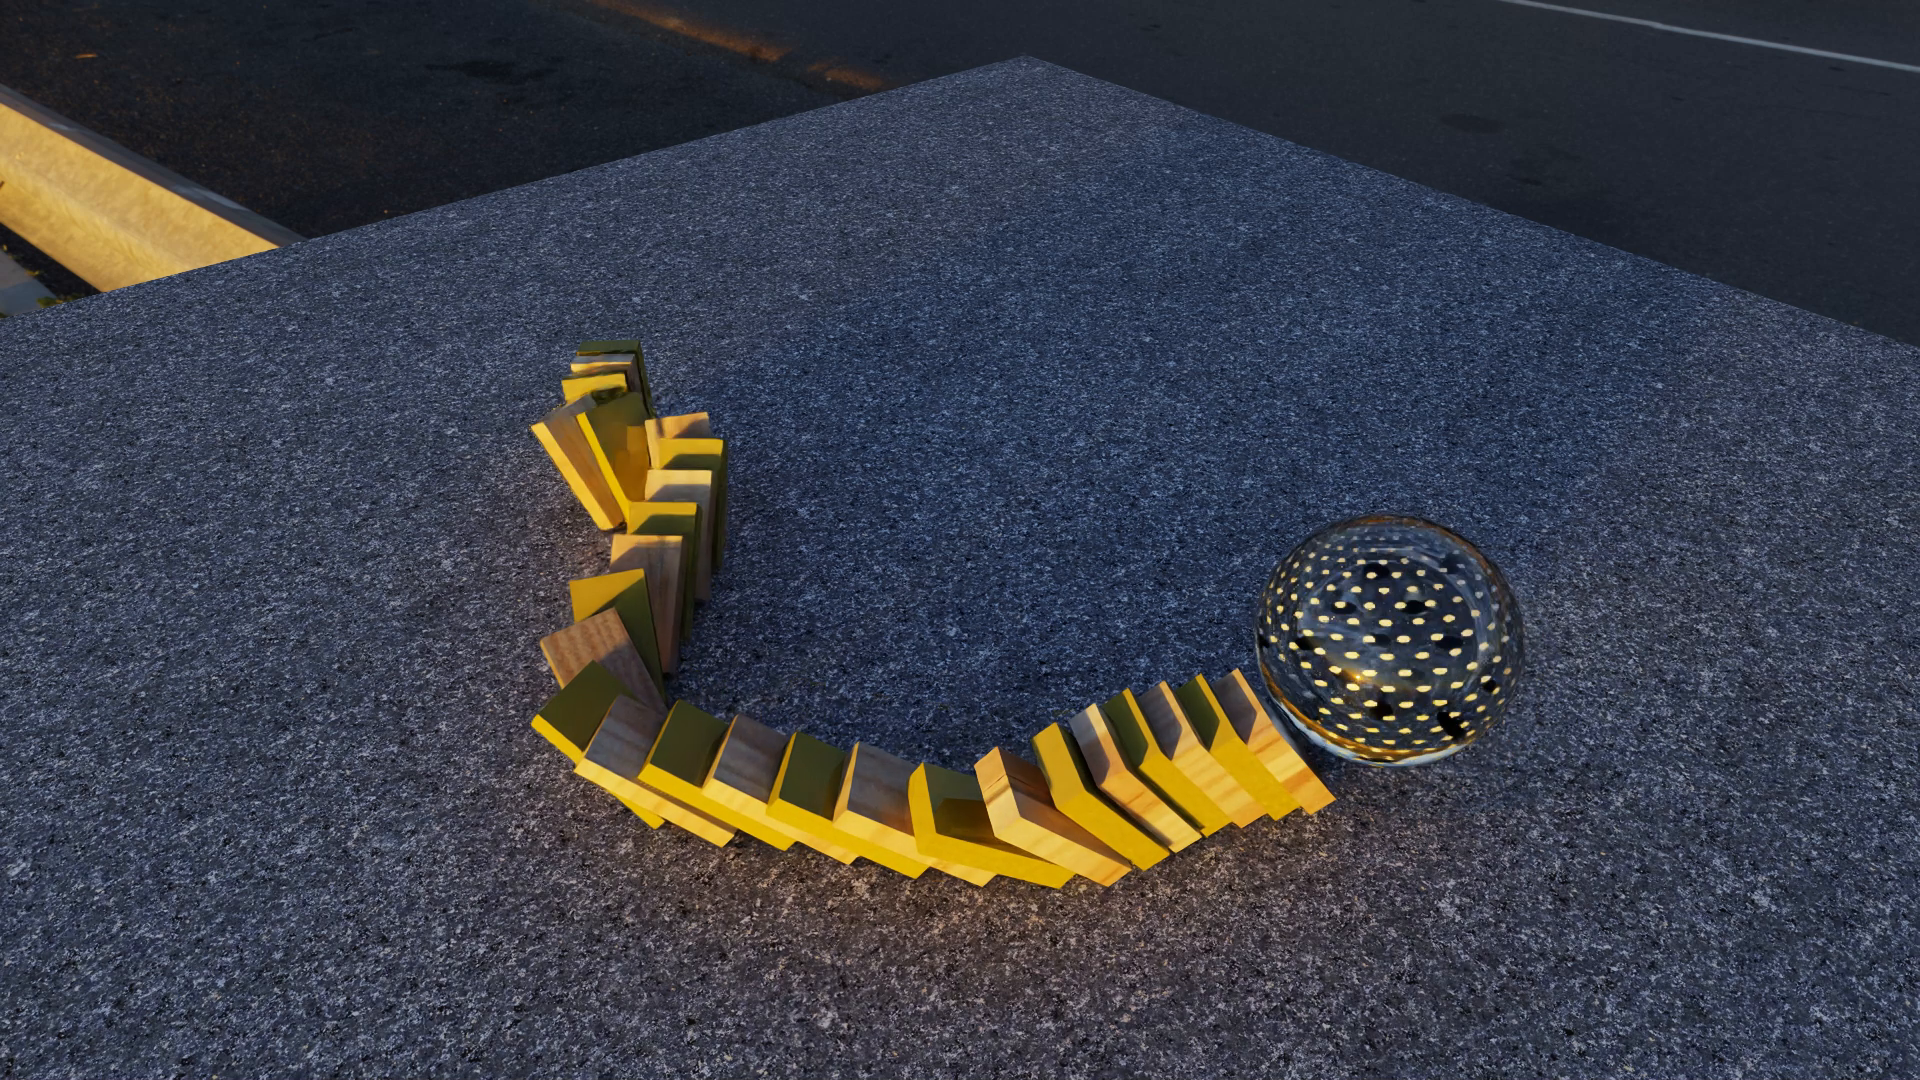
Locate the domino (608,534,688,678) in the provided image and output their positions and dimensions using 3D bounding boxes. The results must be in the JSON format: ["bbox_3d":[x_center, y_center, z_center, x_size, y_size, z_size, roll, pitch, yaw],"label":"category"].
[{"bbox_3d":[-0.113,0.024,0.394,0.025,0.009,0.050,1,72,1],"label":"domino"}]

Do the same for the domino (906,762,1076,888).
[{"bbox_3d":[0.009,0.084,0.321,0.050,0.010,0.025,22,31,-27],"label":"domino"}]

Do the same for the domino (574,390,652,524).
[{"bbox_3d":[-0.135,-0.033,0.453,0.009,0.050,0.025,-5,23,48],"label":"domino"}]

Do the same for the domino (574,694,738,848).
[{"bbox_3d":[-0.088,0.070,0.336,0.050,0.009,0.025,32,41,-14],"label":"domino"}]

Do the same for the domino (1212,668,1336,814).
[{"bbox_3d":[0.097,0.062,0.338,0.010,0.050,0.025,-36,40,12],"label":"domino"}]

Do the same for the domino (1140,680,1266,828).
[{"bbox_3d":[0.074,0.066,0.334,0.010,0.050,0.025,-36,40,12],"label":"domino"}]

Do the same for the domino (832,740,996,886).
[{"bbox_3d":[-0.012,0.081,0.326,0.050,0.010,0.025,26,37,-16],"label":"domino"}]

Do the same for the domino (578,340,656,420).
[{"bbox_3d":[-0.152,-0.064,0.490,0.025,0.050,0.010,-2,39,-2],"label":"domino"}]

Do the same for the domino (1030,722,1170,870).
[{"bbox_3d":[0.041,0.076,0.322,0.009,0.050,0.025,-37,40,13],"label":"domino"}]

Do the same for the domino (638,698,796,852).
[{"bbox_3d":[-0.070,0.072,0.335,0.050,0.009,0.025,31,38,-15],"label":"domino"}]

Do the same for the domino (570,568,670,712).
[{"bbox_3d":[-0.117,0.037,0.378,0.025,0.009,0.050,-11,74,-12],"label":"domino"}]

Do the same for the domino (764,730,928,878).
[{"bbox_3d":[-0.031,0.079,0.328,0.050,0.009,0.025,28,37,-15],"label":"domino"}]

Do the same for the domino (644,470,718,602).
[{"bbox_3d":[-0.108,-0.002,0.422,0.025,0.009,0.050,1,78,1],"label":"domino"}]

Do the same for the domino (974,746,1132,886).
[{"bbox_3d":[0.027,0.081,0.319,0.009,0.050,0.025,-43,37,19],"label":"domino"}]

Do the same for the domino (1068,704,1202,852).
[{"bbox_3d":[0.052,0.071,0.327,0.009,0.050,0.025,-36,40,12],"label":"domino"}]

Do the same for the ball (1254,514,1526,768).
[{"bbox_3d":[0.135,0.032,0.349,0.080,0.080,0.080,0,39,0],"label":"ball"}]

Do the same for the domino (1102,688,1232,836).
[{"bbox_3d":[0.063,0.068,0.332,0.009,0.050,0.025,-36,40,12],"label":"domino"}]

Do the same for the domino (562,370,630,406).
[{"bbox_3d":[-0.150,-0.045,0.466,0.025,0.050,0.009,-8,20,-8],"label":"domino"}]

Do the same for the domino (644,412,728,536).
[{"bbox_3d":[-0.111,-0.025,0.448,0.025,0.050,0.009,-10,-5,-11],"label":"domino"}]

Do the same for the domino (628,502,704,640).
[{"bbox_3d":[-0.111,0.011,0.408,0.025,0.010,0.050,1,74,1],"label":"domino"}]

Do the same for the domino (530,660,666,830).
[{"bbox_3d":[-0.105,0.064,0.344,0.050,0.009,0.025,42,46,-5],"label":"domino"}]

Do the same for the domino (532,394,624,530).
[{"bbox_3d":[-0.150,-0.032,0.452,0.010,0.050,0.025,-9,28,40],"label":"domino"}]

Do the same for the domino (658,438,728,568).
[{"bbox_3d":[-0.107,-0.015,0.436,0.025,0.010,0.050,1,83,1],"label":"domino"}]

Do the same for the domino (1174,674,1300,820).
[{"bbox_3d":[0.085,0.064,0.336,0.010,0.050,0.025,-36,40,12],"label":"domino"}]

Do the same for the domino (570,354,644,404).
[{"bbox_3d":[-0.151,-0.055,0.478,0.025,0.050,0.009,-3,30,-4],"label":"domino"}]

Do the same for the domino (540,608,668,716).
[{"bbox_3d":[-0.114,0.050,0.360,0.025,0.010,0.050,-26,82,-28],"label":"domino"}]

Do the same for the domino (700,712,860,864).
[{"bbox_3d":[-0.050,0.075,0.332,0.050,0.009,0.025,30,38,-14],"label":"domino"}]
